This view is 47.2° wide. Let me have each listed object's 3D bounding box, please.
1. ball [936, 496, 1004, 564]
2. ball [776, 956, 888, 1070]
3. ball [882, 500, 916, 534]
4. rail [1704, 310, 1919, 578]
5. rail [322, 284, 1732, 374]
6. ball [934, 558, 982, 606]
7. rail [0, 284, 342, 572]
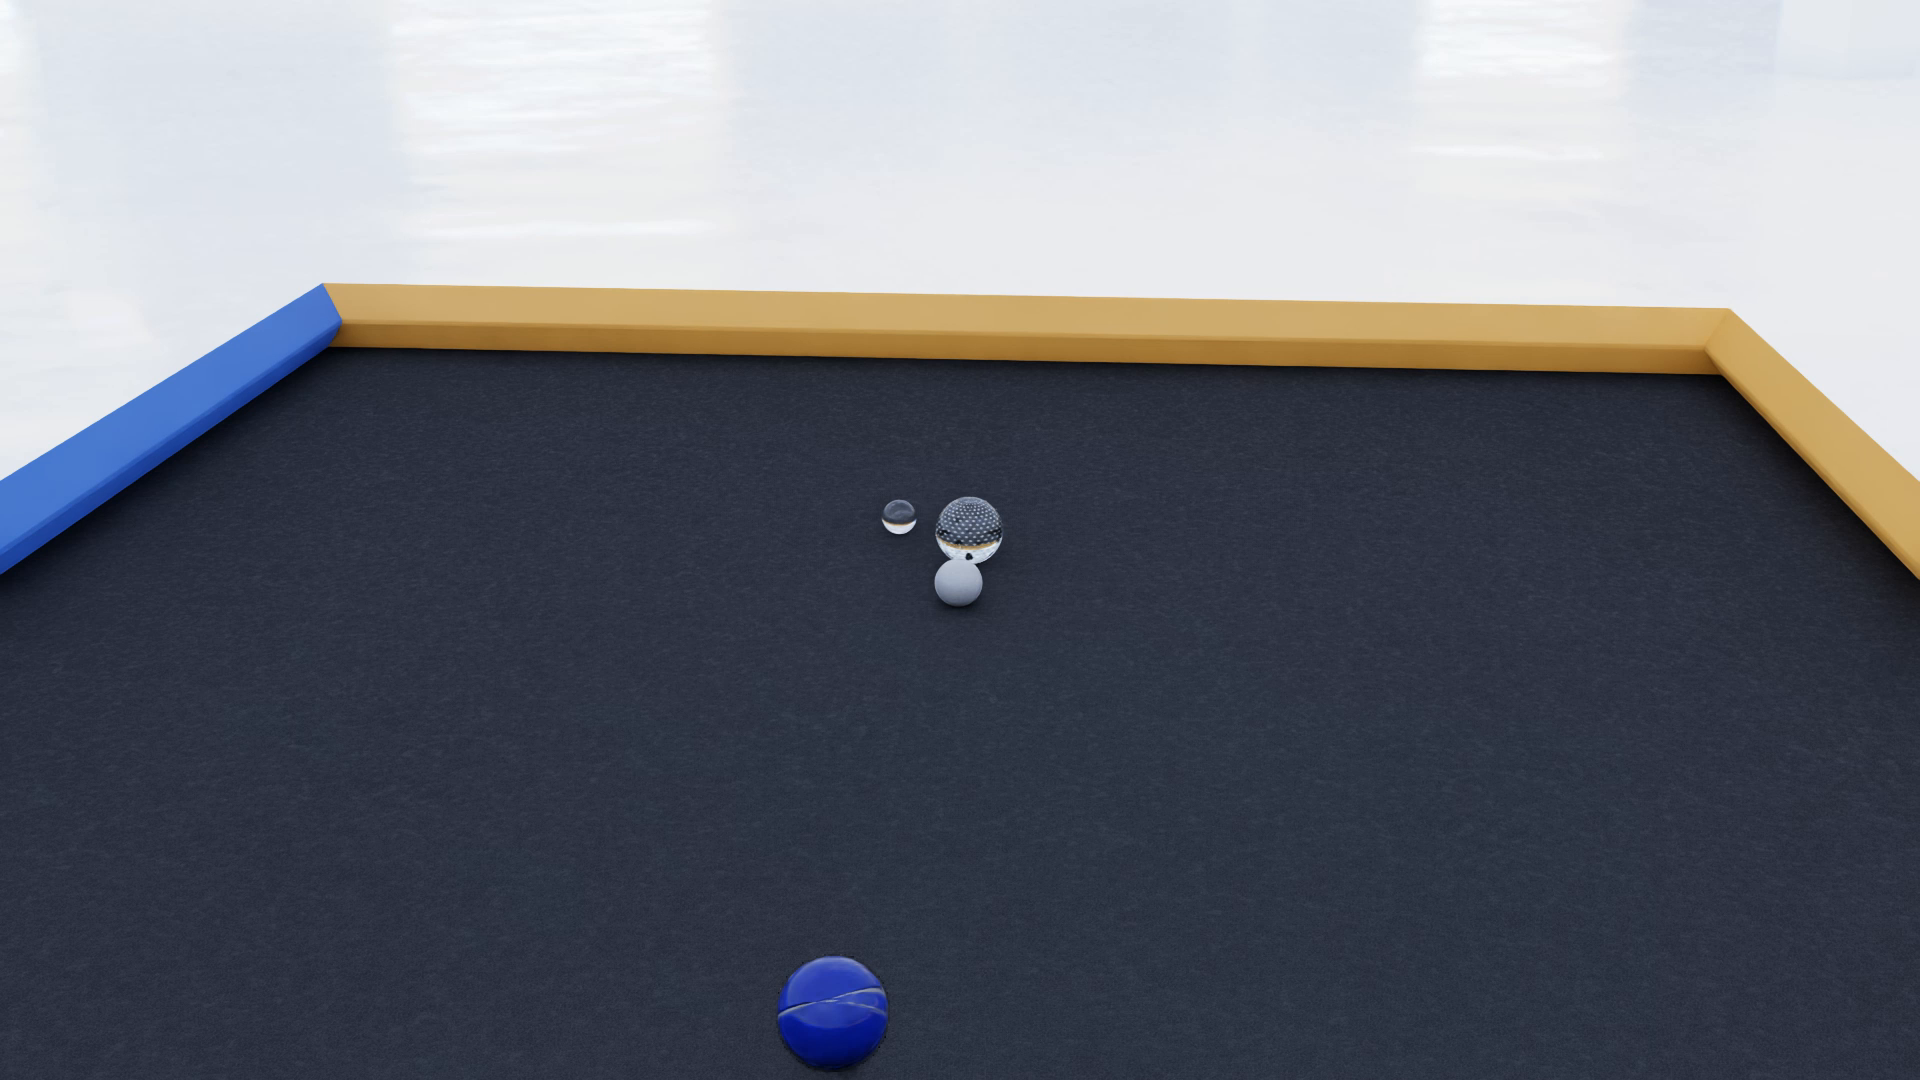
[{"bbox_3d":[0.011,-0.011,2.653,0.082,0.082,0.082,0,19,0],"label":"ball"},{"bbox_3d":[-0.094,0.348,1.619,0.082,0.082,0.082,0,19,0],"label":"ball"},{"bbox_3d":[-0.076,-0.029,2.762,0.044,0.044,0.044,0,19,0],"label":"ball"},{"bbox_3d":[1.035,0.330,1.630,0.045,0.107,3.952,2,19,4],"label":"rail"},{"bbox_3d":[0.077,-0.338,3.553,2.282,0.107,0.045,2,19,4],"label":"rail"},{"bbox_3d":[-0.002,0.049,2.520,0.055,0.055,0.055,0,19,0],"label":"ball"},{"bbox_3d":[-1.193,0.271,1.800,0.045,0.107,3.952,2,19,4],"label":"rail"}]
